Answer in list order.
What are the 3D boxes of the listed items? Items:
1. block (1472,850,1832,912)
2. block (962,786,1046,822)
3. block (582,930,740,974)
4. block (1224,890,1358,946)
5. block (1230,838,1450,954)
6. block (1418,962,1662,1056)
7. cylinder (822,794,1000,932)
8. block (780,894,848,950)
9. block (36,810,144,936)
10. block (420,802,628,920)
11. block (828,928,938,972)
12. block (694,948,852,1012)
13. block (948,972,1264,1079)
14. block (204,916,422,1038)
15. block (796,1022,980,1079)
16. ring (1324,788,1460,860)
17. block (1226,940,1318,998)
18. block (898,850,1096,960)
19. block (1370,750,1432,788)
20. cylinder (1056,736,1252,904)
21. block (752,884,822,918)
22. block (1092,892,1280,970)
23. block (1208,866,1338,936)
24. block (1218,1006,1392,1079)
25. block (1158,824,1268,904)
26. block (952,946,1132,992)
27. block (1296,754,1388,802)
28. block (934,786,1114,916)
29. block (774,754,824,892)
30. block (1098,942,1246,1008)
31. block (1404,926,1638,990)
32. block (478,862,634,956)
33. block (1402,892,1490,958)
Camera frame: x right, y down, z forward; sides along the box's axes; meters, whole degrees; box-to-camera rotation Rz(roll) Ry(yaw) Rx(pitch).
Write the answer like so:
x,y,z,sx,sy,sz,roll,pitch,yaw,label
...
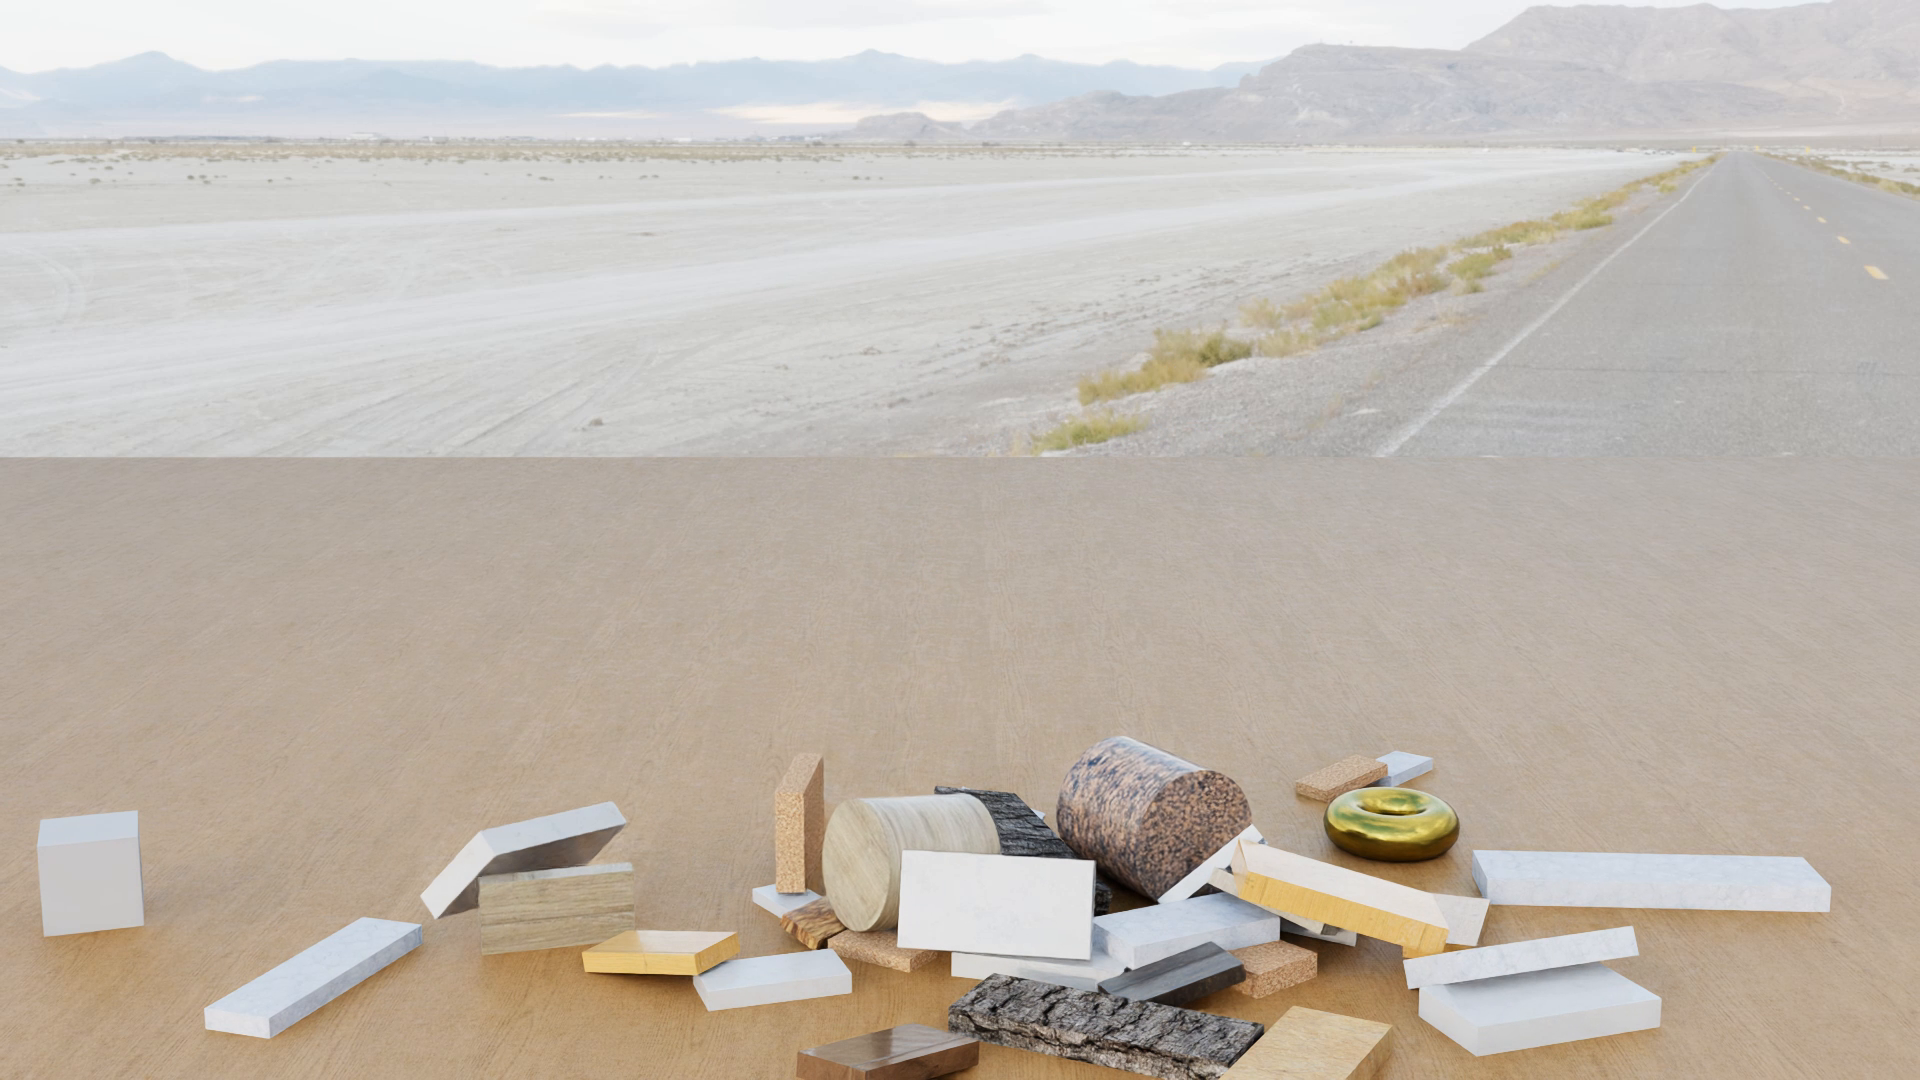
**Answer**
x,y,z,sx,sy,sz,roll,pitch,yaw,label
1.146,0.568,3.670,0.551,0.043,0.151,1,11,4,block
0.039,0.518,3.825,0.158,0.045,0.316,17,13,9,block
-0.451,0.621,3.315,0.215,0.030,0.108,-5,6,31,block
0.532,0.580,3.502,0.219,0.031,0.109,10,28,17,block
0.579,0.546,3.374,0.316,0.045,0.158,16,11,-1,block
0.827,0.667,3.139,0.301,0.043,0.151,-4,11,-19,block
-0.077,0.508,3.481,0.206,0.206,0.206,2,8,-33,cylinder
-0.206,0.600,3.484,0.076,0.022,0.153,30,25,28,block
-1.402,0.536,3.551,0.148,0.148,0.148,-4,11,-20,block
-0.699,0.514,3.551,0.047,0.166,0.331,52,23,17,block
-0.119,0.630,3.394,0.153,0.022,0.076,7,12,32,block
-0.279,0.651,3.259,0.215,0.030,0.108,-4,11,-18,block
0.202,0.682,3.063,0.415,0.041,0.144,5,12,26,block
-0.955,0.647,3.278,0.108,0.030,0.390,4,11,18,block
-0.094,0.690,2.927,0.118,0.033,0.236,5,2,39,block
0.768,0.505,3.913,0.240,0.080,0.240,0,12,0,ring
0.401,0.628,3.361,0.132,0.037,0.264,-9,14,-40,block
0.055,0.545,3.295,0.289,0.144,0.041,2,-7,10,block
0.857,0.453,4.345,0.083,0.023,0.166,9,14,39,block
0.323,0.470,3.674,0.235,0.235,0.235,-6,12,-29,cylinder
-0.268,0.594,3.588,0.076,0.022,0.153,-7,13,-33,block
0.340,0.593,3.348,0.264,0.037,0.132,-6,12,-28,block
0.489,0.561,3.414,0.193,0.027,0.096,22,-1,26,block
0.463,0.705,2.940,0.144,0.041,0.289,6,12,28,block
0.404,0.529,3.512,0.193,0.027,0.096,-39,-18,1,block
0.133,0.634,3.332,0.264,0.037,0.132,3,11,17,block
0.737,0.459,4.240,0.166,0.023,0.083,-18,19,-32,block
0.097,0.519,3.688,0.158,0.045,0.389,8,15,-26,block
-0.271,0.477,3.746,0.047,0.166,0.331,0,6,2,block
0.308,0.644,3.204,0.193,0.027,0.096,-16,16,-19,block
0.827,0.616,3.245,0.301,0.043,0.151,-4,-14,-19,block
-0.628,0.574,3.426,0.236,0.118,0.033,-3,16,-16,block
0.769,0.611,3.469,0.109,0.031,0.219,4,11,19,block
